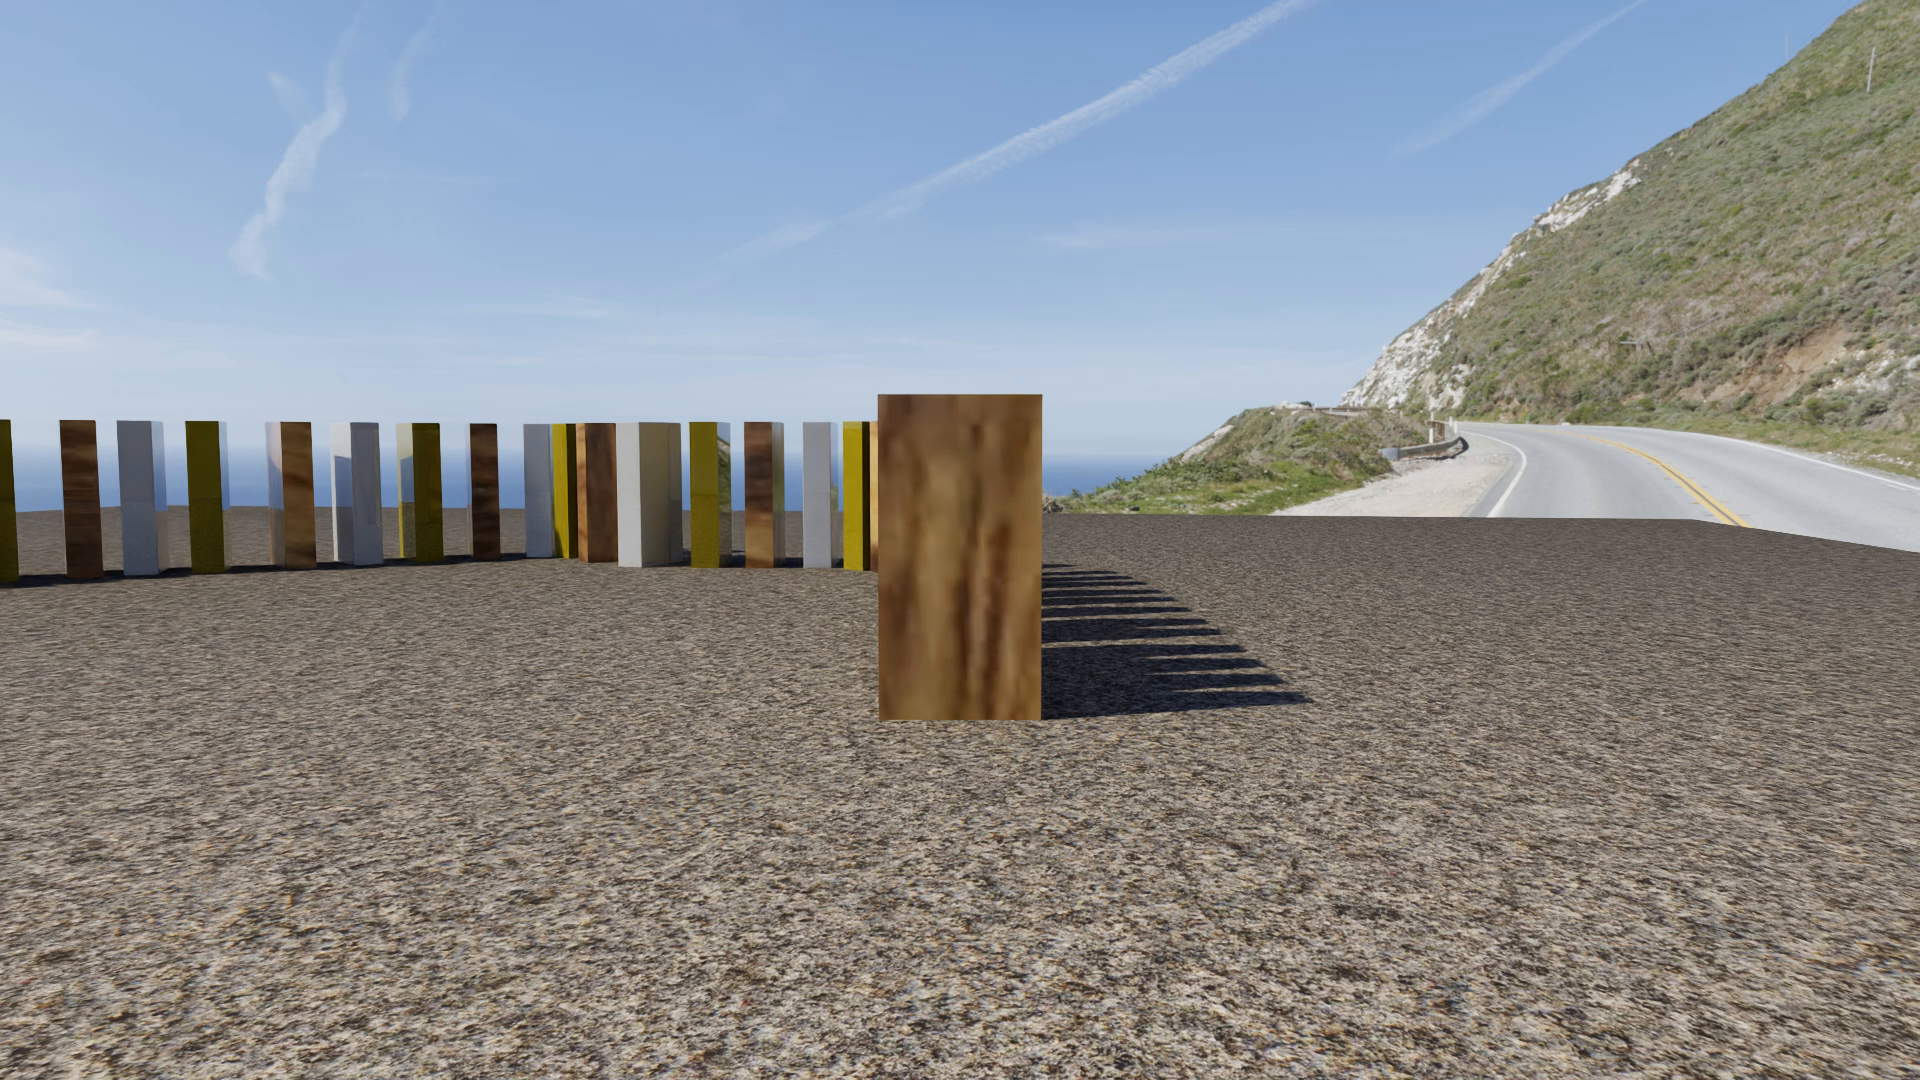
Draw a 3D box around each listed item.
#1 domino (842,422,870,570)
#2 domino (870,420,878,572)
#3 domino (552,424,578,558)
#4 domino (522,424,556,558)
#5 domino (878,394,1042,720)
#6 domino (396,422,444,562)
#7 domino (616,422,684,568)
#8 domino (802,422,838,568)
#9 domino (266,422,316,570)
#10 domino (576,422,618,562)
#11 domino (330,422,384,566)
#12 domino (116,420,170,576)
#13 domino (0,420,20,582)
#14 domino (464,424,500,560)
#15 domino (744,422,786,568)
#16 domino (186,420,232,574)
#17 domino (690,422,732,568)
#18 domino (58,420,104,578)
[{"bbox_3d":[-0.028,-0.015,0.440,0.010,0.050,0.025,4,6,43],"label":"domino"},{"bbox_3d":[-0.017,-0.015,0.429,0.025,0.050,0.010,-3,5,-36],"label":"domino"},{"bbox_3d":[-0.140,-0.019,0.487,0.009,0.050,0.025,4,6,42],"label":"domino"},{"bbox_3d":[-0.159,-0.019,0.492,0.009,0.050,0.025,0,4,-6],"label":"domino"},{"bbox_3d":[0.000,0.002,0.201,0.025,0.050,0.010,0,4,0],"label":"domino"},{"bbox_3d":[-0.200,-0.018,0.474,0.009,0.050,0.025,-3,5,-36],"label":"domino"},{"bbox_3d":[-0.109,-0.016,0.453,0.009,0.050,0.025,2,5,22],"label":"domino"},{"bbox_3d":[-0.049,-0.016,0.450,0.009,0.050,0.025,0,4,0],"label":"domino"},{"bbox_3d":[-0.233,-0.016,0.446,0.010,0.050,0.025,-3,5,-39],"label":"domino"},{"bbox_3d":[-0.126,-0.018,0.468,0.025,0.050,0.010,-3,5,-35],"label":"domino"},{"bbox_3d":[-0.217,-0.017,0.460,0.009,0.050,0.025,-4,6,-41],"label":"domino"},{"bbox_3d":[-0.271,-0.014,0.426,0.009,0.050,0.025,-2,5,-24],"label":"domino"},{"bbox_3d":[-0.304,-0.013,0.402,0.025,0.050,0.010,4,6,45],"label":"domino"},{"bbox_3d":[-0.181,-0.019,0.485,0.009,0.050,0.025,-2,5,-25],"label":"domino"},{"bbox_3d":[-0.068,-0.016,0.449,0.009,0.050,0.025,0,4,2],"label":"domino"},{"bbox_3d":[-0.254,-0.015,0.433,0.010,0.050,0.025,-2,5,-24],"label":"domino"},{"bbox_3d":[-0.087,-0.016,0.450,0.009,0.050,0.025,0,4,0],"label":"domino"},{"bbox_3d":[-0.286,-0.014,0.417,0.010,0.050,0.025,-3,5,-36],"label":"domino"}]
